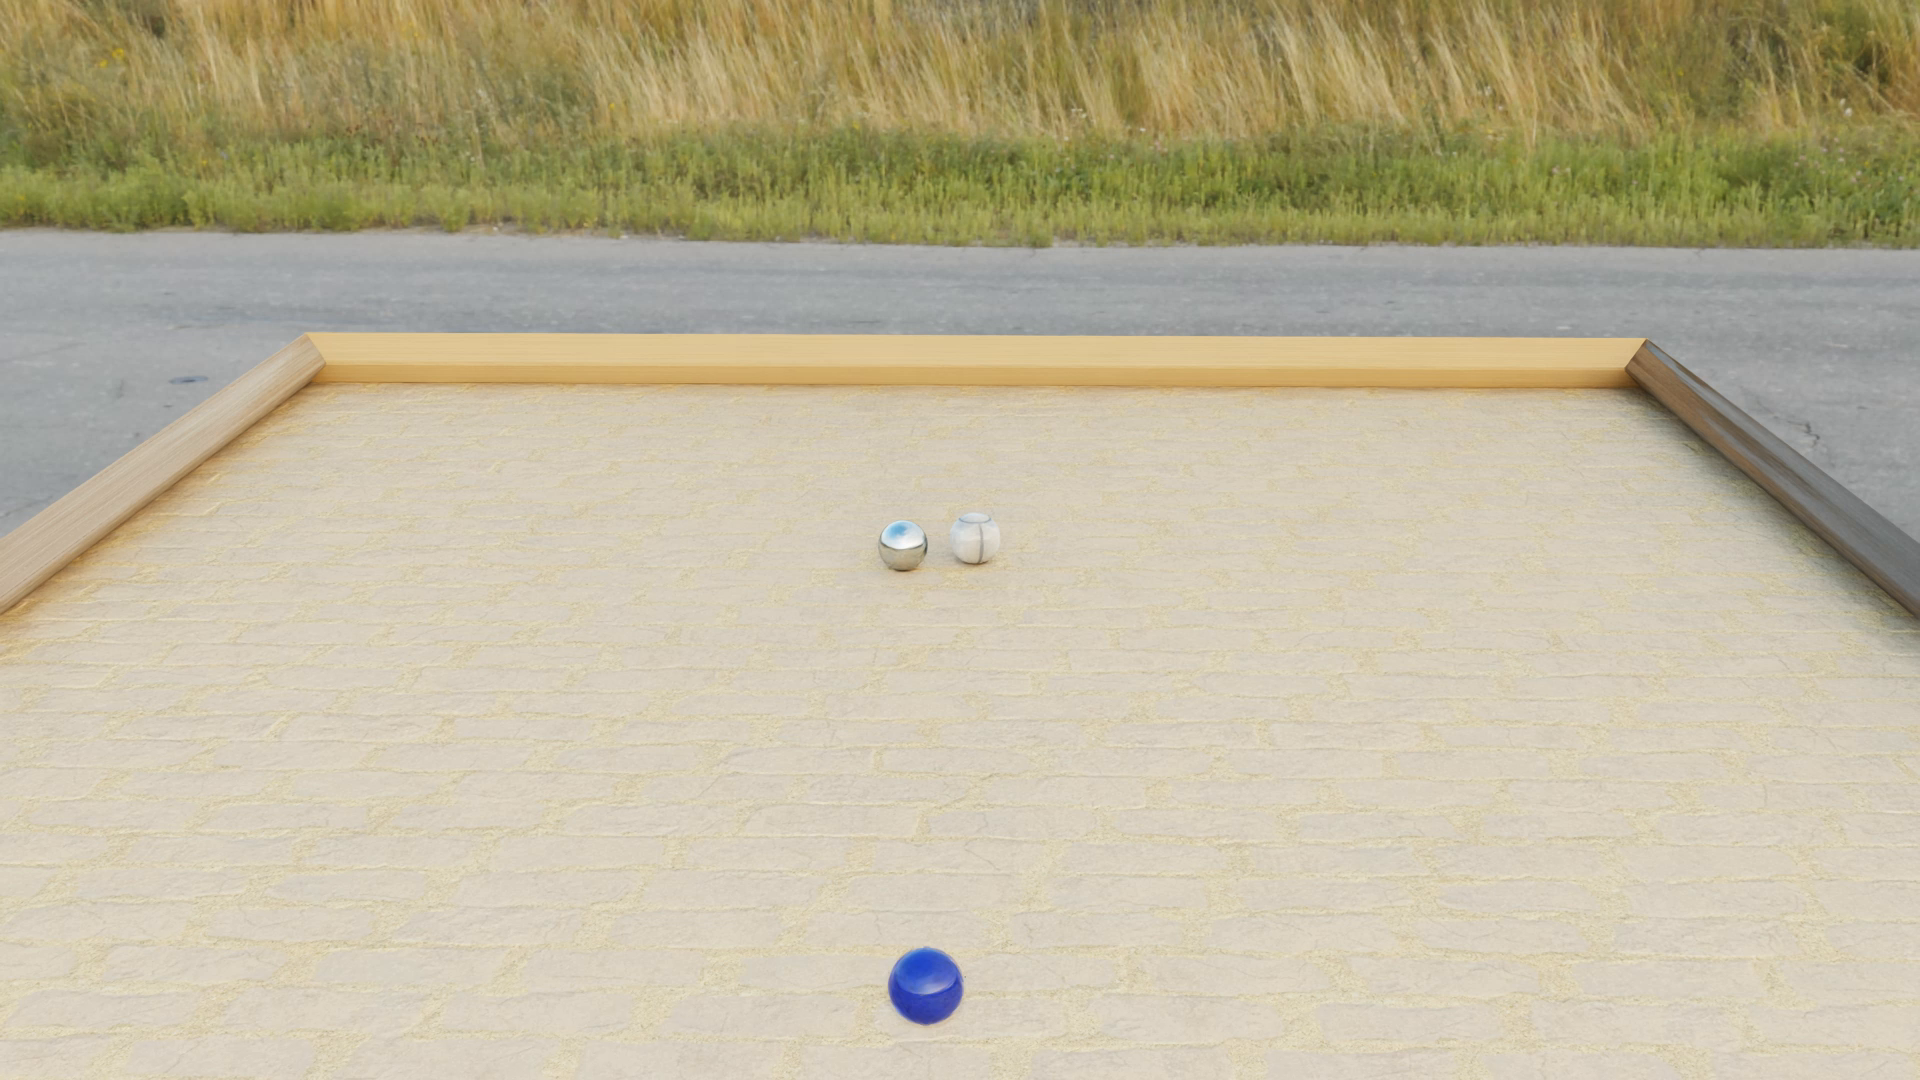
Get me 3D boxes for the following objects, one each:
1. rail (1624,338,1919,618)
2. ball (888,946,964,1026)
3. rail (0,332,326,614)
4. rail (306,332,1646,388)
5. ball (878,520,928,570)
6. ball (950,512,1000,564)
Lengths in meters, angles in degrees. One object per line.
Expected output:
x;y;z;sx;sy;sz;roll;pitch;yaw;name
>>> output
1.076;0.288;1.784;0.045;0.084;3.931;0;17;1;rail
-0.026;0.338;1.667;0.058;0.058;0.058;0;17;0;ball
-1.117;0.274;1.827;0.045;0.084;3.931;0;17;1;rail
0.020;-0.295;3.660;2.241;0.084;0.045;0;17;1;rail
-0.071;0.007;2.728;0.063;0.063;0.063;0;17;0;ball
0.019;-0.002;2.754;0.064;0.064;0.064;0;17;0;ball
